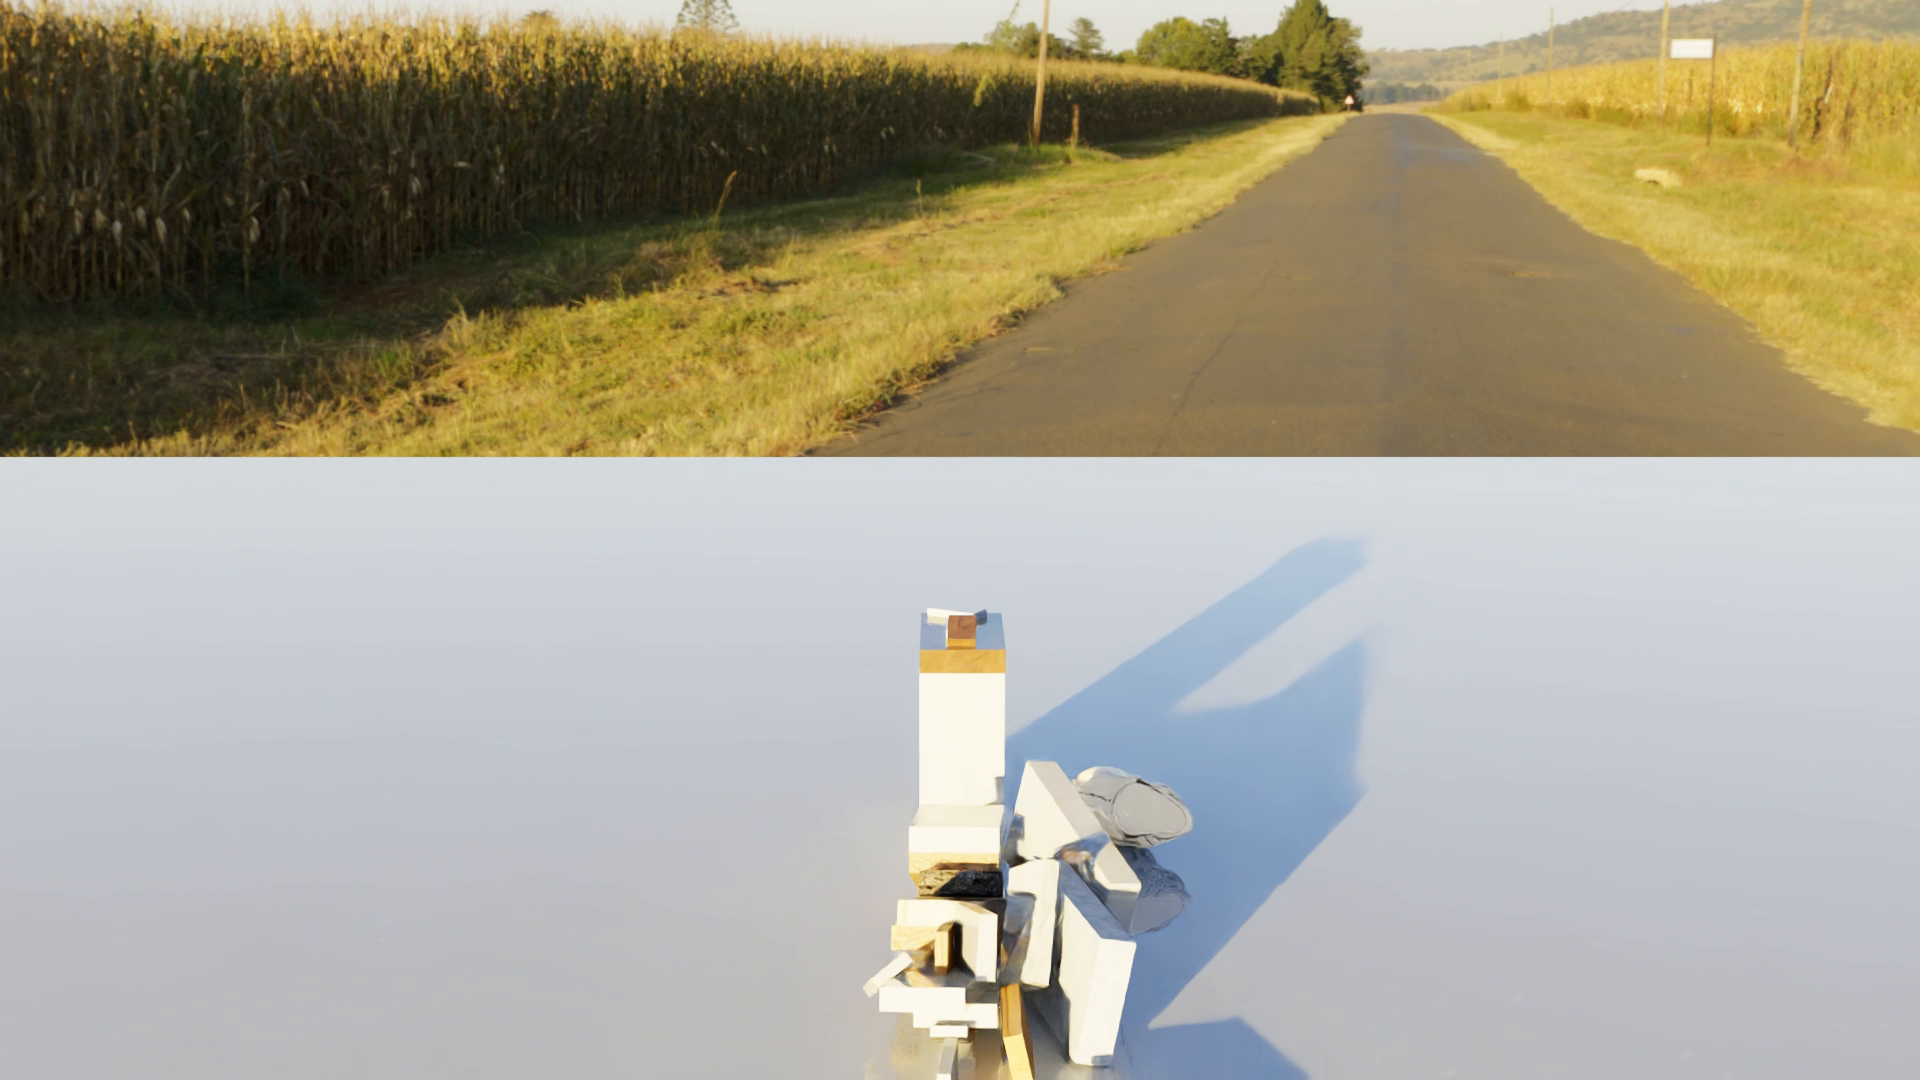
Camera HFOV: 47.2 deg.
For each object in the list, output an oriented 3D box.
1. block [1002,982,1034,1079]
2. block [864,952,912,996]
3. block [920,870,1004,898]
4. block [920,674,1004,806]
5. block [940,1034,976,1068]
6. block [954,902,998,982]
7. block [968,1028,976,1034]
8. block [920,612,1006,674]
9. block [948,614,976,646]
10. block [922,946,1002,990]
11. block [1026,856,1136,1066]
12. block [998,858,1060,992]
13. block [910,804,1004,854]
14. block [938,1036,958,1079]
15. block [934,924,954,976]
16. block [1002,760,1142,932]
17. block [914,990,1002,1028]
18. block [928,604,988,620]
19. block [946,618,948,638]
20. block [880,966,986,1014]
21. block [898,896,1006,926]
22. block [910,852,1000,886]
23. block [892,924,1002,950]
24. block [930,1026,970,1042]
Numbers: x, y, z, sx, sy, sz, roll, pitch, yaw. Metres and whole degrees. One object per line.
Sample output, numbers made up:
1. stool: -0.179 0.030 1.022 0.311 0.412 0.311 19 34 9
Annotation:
1. block: 0.078 0.674 2.965 0.025 0.089 0.177 -12 10 2
2. block: -0.101 0.606 3.064 0.060 0.017 0.120 -37 -9 -17
3. block: 0.003 0.554 3.490 0.128 0.036 0.256 0 -13 1
4. block: 0.004 0.378 3.974 0.153 0.305 0.043 0 11 0
5. block: -0.003 0.701 3.032 0.050 0.014 0.100 0 11 0
6. block: 0.021 0.555 3.045 0.025 0.089 0.177 3 -5 -10
7. block: -0.004 0.678 3.100 0.050 0.014 0.100 0 -1 -1
8. block: 0.004 0.188 4.045 0.153 0.043 0.305 0 11 0
9. block: 0.004 0.163 3.961 0.050 0.014 0.101 0 23 1
10. block: 0.004 0.628 3.235 0.113 0.032 0.226 0 -3 1
11. block: 0.157 0.595 3.141 0.050 0.177 0.355 9 8 -15
12. block: 0.097 0.546 3.110 0.025 0.177 0.089 20 -28 -28
13. block: -0.002 0.462 3.530 0.139 0.040 0.279 0 0 3
14. block: -0.016 0.705 2.887 0.017 0.060 0.120 1 11 5
15. block: -0.022 0.572 3.076 0.017 0.060 0.120 0 -4 4
16. block: 0.167 0.506 3.385 0.050 0.177 0.355 4 24 -22
17. block: 0.000 0.651 3.084 0.113 0.032 0.226 0 -4 3
18. block: -0.005 0.137 4.164 0.101 0.014 0.050 6 12 30
19. block: 0.000 0.162 4.026 0.050 0.014 0.101 0 11 0
20. block: -0.034 0.613 3.002 0.113 0.032 0.226 0 -4 8
21. block: 0.001 0.552 3.273 0.128 0.036 0.256 -2 -8 12
22. block: -0.006 0.533 3.569 0.140 0.040 0.279 0 -13 1
23. block: -0.017 0.595 3.314 0.128 0.036 0.256 -1 -8 9
24. block: -0.013 0.672 2.989 0.050 0.014 0.100 0 -17 3
